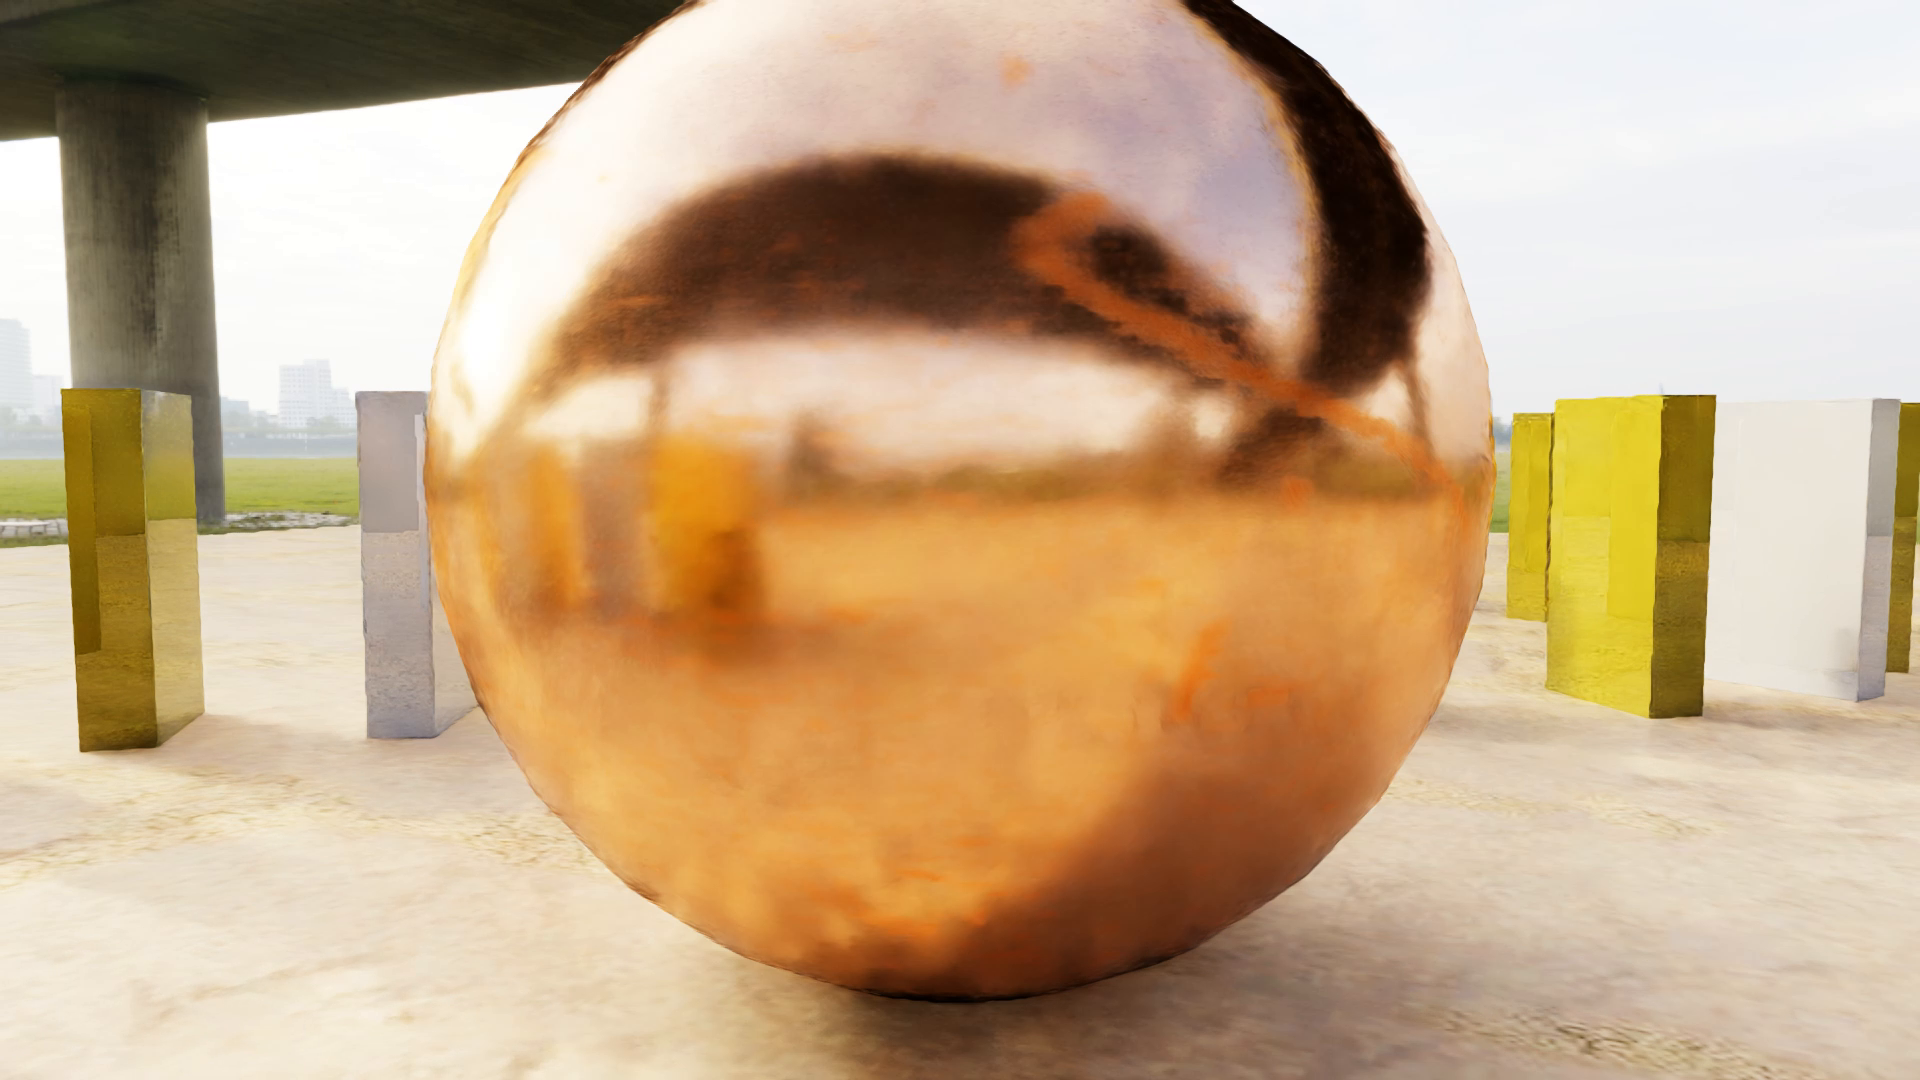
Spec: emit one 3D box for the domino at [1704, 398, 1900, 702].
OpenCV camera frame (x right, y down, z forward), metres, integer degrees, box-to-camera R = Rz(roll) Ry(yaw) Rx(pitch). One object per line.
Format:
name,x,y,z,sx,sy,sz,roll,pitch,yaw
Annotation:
domino,0.145,0.001,0.223,0.010,0.050,0.025,-3,5,-32

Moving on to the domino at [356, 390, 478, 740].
domino,-0.082,0.003,0.196,0.009,0.050,0.025,0,4,-6

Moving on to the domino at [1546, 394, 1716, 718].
domino,0.109,0.002,0.210,0.010,0.050,0.025,-1,4,-11

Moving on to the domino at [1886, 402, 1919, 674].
domino,0.167,-0.001,0.246,0.025,0.050,0.010,2,5,24

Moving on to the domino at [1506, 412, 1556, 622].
domino,0.146,-0.006,0.316,0.025,0.050,0.010,-3,5,-38

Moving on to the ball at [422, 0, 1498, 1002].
ball,0.000,-0.005,0.103,0.080,0.080,0.080,0,4,0

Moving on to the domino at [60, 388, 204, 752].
domino,-0.121,0.003,0.189,0.010,0.050,0.025,-1,4,-17

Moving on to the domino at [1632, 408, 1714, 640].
domino,0.164,-0.004,0.286,0.025,0.050,0.010,-2,5,-22
